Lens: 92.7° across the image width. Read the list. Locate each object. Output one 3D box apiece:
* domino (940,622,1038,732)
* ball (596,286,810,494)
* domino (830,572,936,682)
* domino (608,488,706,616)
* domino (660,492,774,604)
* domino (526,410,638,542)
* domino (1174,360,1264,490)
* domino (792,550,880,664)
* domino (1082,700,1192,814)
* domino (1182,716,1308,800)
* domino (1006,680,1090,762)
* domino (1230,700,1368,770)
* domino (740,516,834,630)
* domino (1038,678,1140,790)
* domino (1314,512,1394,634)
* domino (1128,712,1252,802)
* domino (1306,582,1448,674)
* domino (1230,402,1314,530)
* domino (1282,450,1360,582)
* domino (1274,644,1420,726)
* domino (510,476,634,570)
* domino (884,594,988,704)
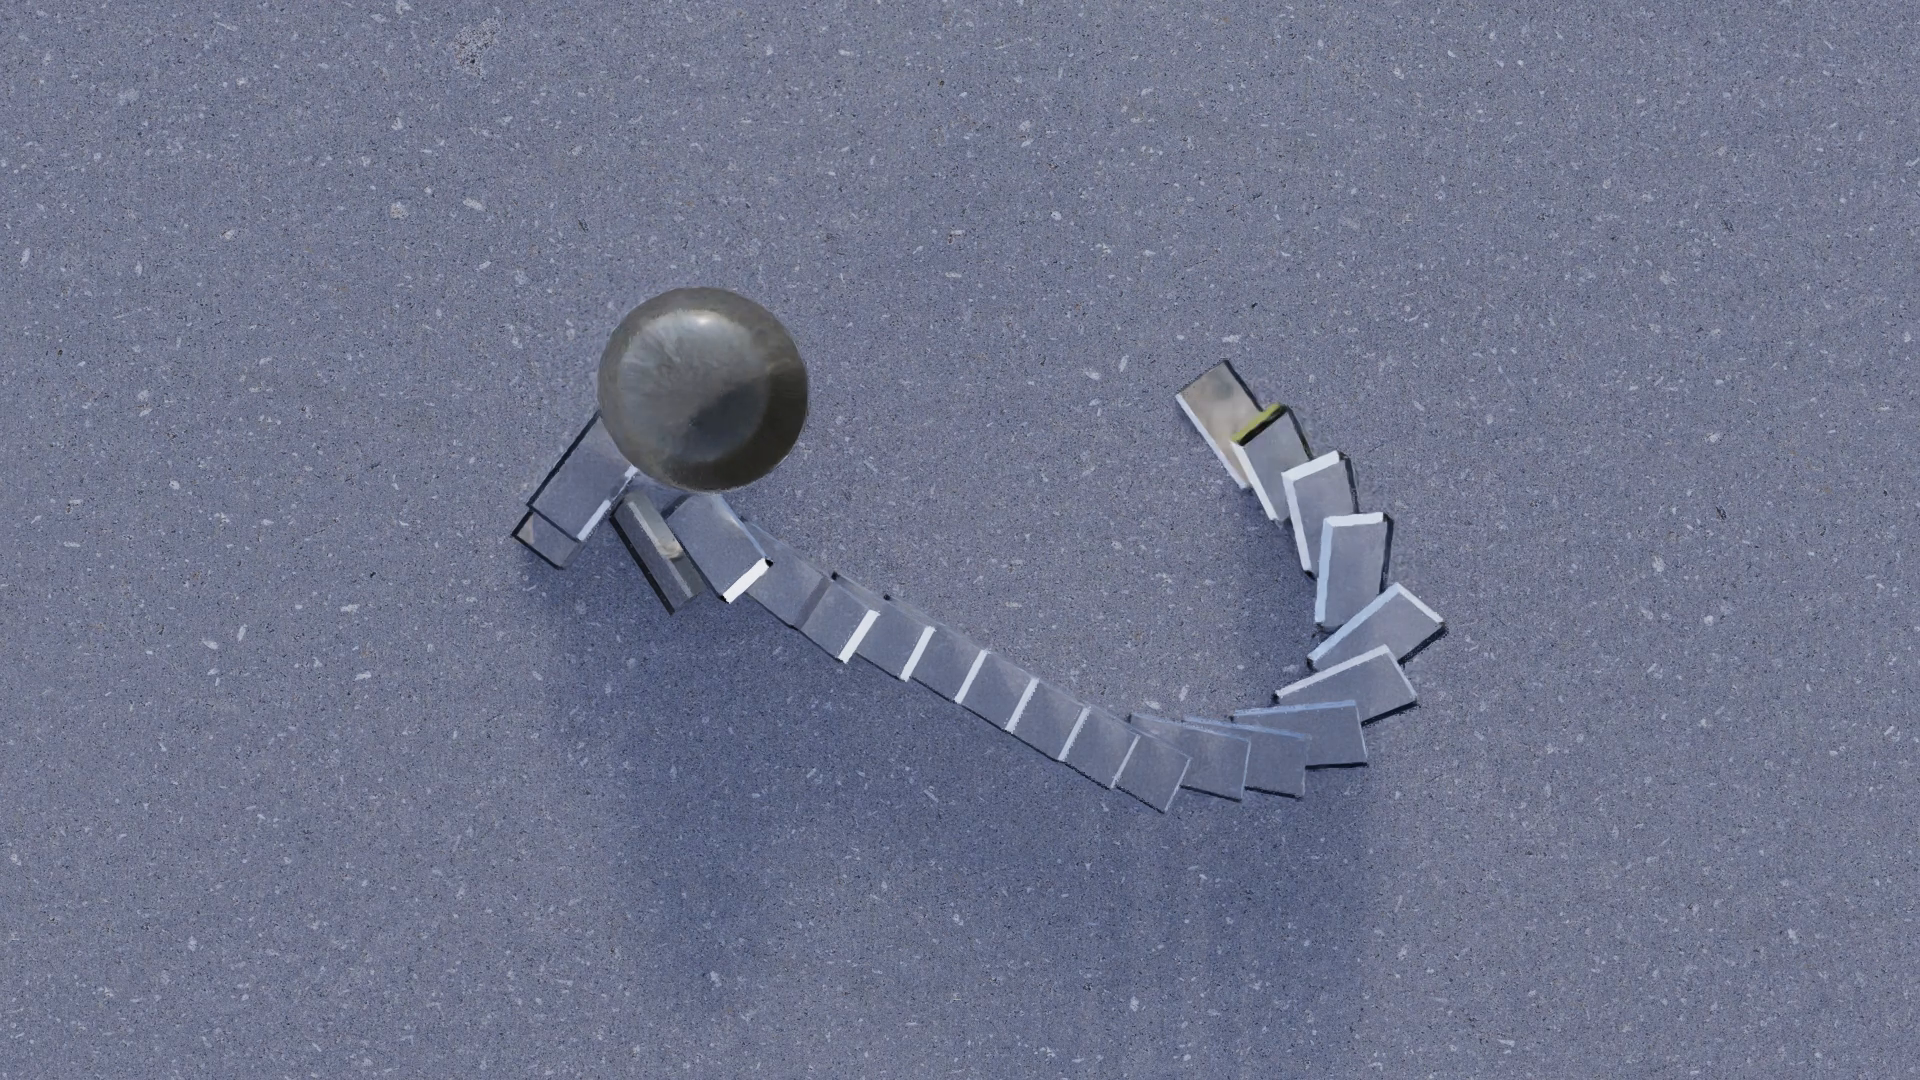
[{"bbox_3d":[0.005,0.057,0.386,0.050,0.009,0.025,28,90,24],"label":"domino"},{"bbox_3d":[-0.100,-0.058,0.360,0.080,0.080,0.080,0,90,0],"label":"ball"},{"bbox_3d":[-0.038,0.036,0.386,0.050,0.010,0.025,28,90,24],"label":"domino"},{"bbox_3d":[-0.128,0.005,0.387,0.010,0.025,0.050,-33,90,-40],"label":"domino"},{"bbox_3d":[-0.103,0.000,0.386,0.025,0.009,0.050,-42,67,0],"label":"domino"},{"bbox_3d":[-0.156,-0.027,0.386,0.025,0.009,0.050,37,90,0],"label":"domino"},{"bbox_3d":[0.118,-0.050,0.395,0.025,0.009,0.050,-36,90,0],"label":"domino"},{"bbox_3d":[-0.061,0.027,0.386,0.050,0.009,0.025,33,90,24],"label":"domino"},{"bbox_3d":[0.069,0.091,0.385,0.050,0.009,0.025,26,91,25],"label":"domino"},{"bbox_3d":[0.118,0.091,0.385,0.050,0.010,0.025,4,91,26],"label":"domino"},{"bbox_3d":[0.026,0.069,0.385,0.050,0.010,0.025,27,90,24],"label":"domino"},{"bbox_3d":[0.142,0.083,0.385,0.050,0.010,0.025,-11,91,27],"label":"domino"},{"bbox_3d":[-0.080,0.014,0.386,0.050,0.009,0.025,33,90,24],"label":"domino"},{"bbox_3d":[0.047,0.081,0.385,0.050,0.009,0.025,27,90,25],"label":"domino"},{"bbox_3d":[0.165,0.014,0.385,0.025,0.009,0.050,-5,115,0],"label":"domino"},{"bbox_3d":[0.094,0.091,0.385,0.050,0.010,0.025,9,90,26],"label":"domino"},{"bbox_3d":[0.173,0.044,0.383,0.025,0.010,0.050,39,120,-1],"label":"domino"},{"bbox_3d":[0.134,-0.030,0.383,0.025,0.009,0.050,-39,123,0],"label":"domino"},{"bbox_3d":[0.153,-0.010,0.385,0.025,0.010,0.050,-23,117,0],"label":"domino"},{"bbox_3d":[0.161,0.066,0.384,0.050,0.010,0.025,-32,90,28],"label":"domino"},{"bbox_3d":[-0.167,-0.015,0.395,0.025,0.009,0.050,37,90,0],"label":"domino"},{"bbox_3d":[-0.016,0.046,0.386,0.050,0.009,0.025,28,90,24],"label":"domino"}]
